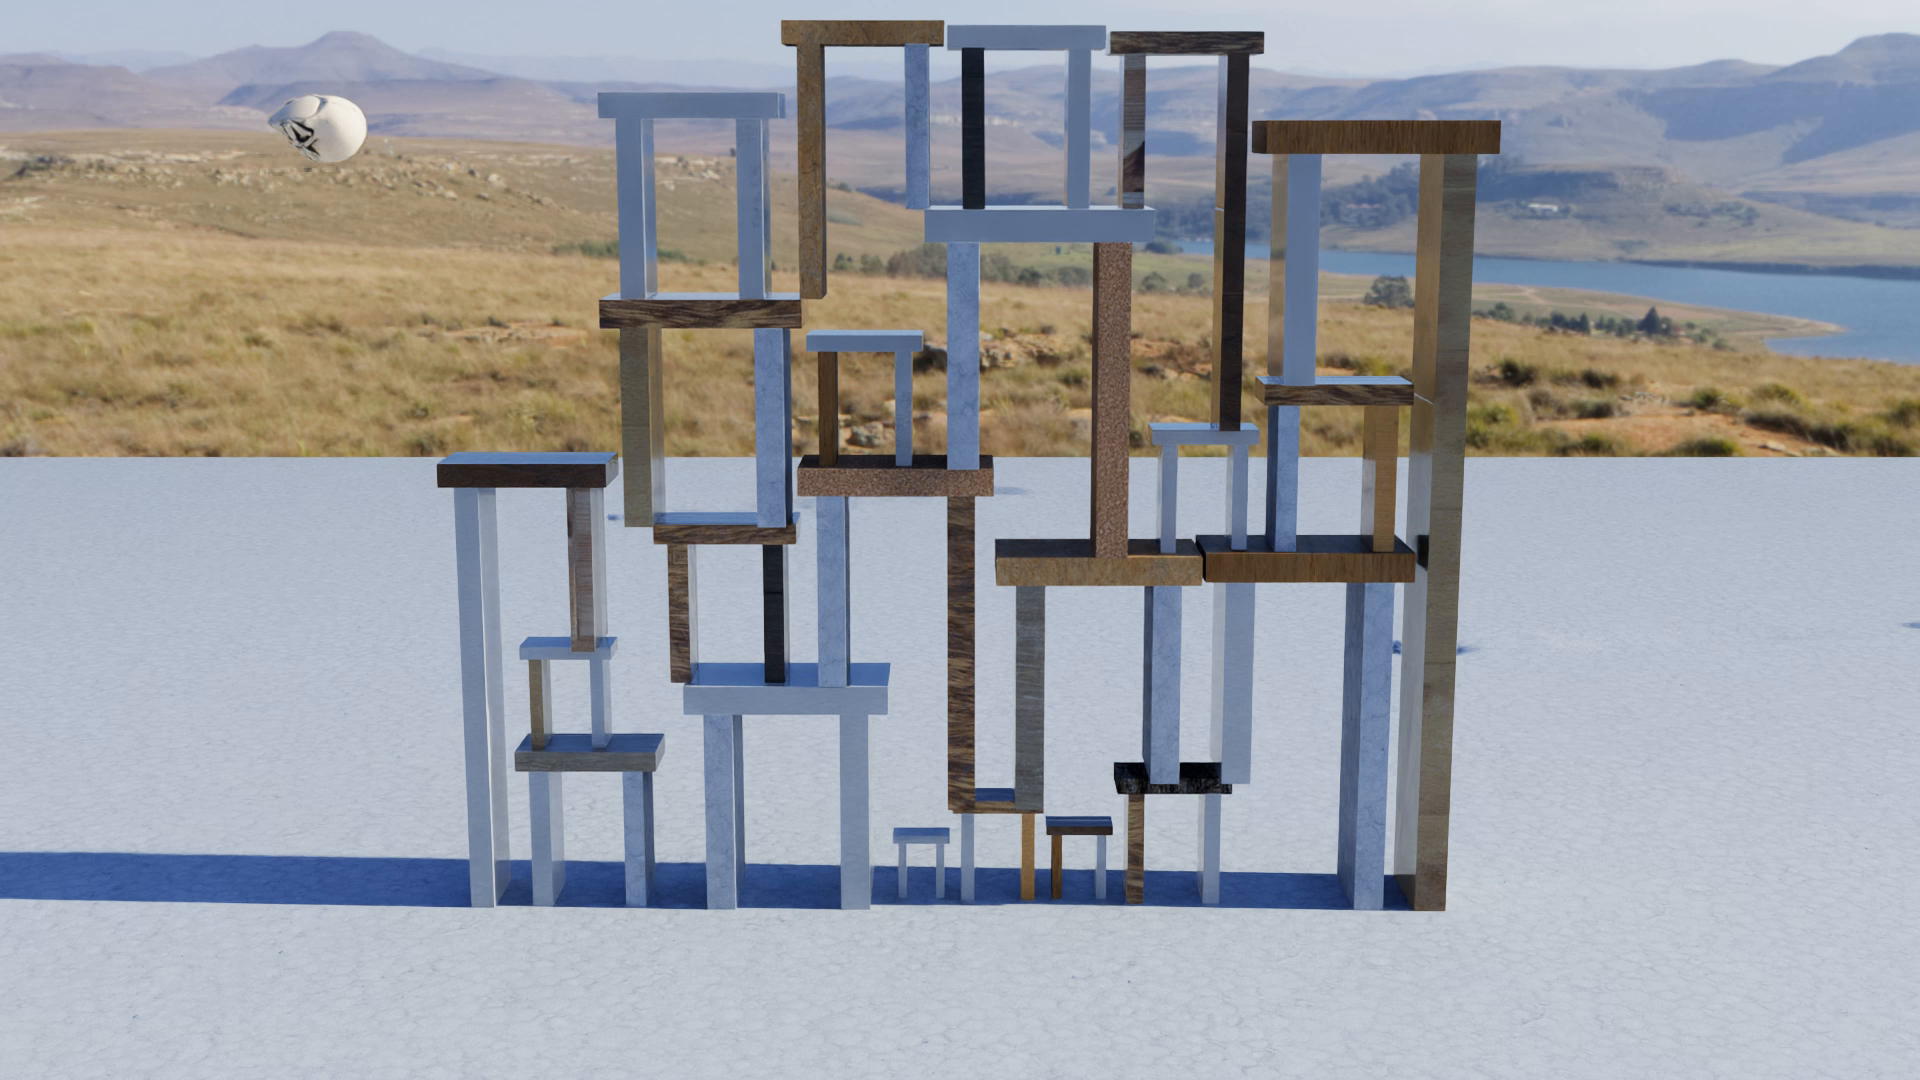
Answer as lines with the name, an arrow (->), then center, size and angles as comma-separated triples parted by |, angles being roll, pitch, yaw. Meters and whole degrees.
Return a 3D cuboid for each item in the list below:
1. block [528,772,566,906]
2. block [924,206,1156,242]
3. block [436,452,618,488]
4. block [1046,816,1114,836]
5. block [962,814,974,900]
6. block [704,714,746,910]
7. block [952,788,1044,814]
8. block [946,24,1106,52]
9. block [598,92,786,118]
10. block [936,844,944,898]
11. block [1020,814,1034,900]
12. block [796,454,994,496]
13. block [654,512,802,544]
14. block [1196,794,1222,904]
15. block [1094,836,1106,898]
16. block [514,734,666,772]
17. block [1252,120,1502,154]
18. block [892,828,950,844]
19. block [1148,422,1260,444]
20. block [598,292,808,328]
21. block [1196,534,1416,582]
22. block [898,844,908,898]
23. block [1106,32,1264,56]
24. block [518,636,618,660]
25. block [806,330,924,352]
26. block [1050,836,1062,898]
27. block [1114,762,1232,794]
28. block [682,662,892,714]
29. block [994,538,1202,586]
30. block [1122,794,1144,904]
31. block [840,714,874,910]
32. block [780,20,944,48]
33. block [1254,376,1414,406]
block -> -0.684, 0.478, 3.646 | 0.032, 0.229, 0.114 | 0, 11, 0
block -> 0.123, -0.499, 3.468 | 0.354, 0.050, 0.177 | 0, 11, 0
block -> -0.693, -0.114, 3.537 | 0.266, 0.038, 0.133 | 0, 11, 0
block -> 0.197, 0.474, 3.649 | 0.110, 0.016, 0.055 | 0, 11, 0
block -> 0.013, 0.516, 3.660 | 0.021, 0.149, 0.075 | 0, 11, 0
block -> -0.389, 0.428, 3.644 | 0.047, 0.329, 0.164 | 0, 11, 0
block -> 0.063, 0.432, 3.644 | 0.149, 0.021, 0.075 | 0, 11, 0
block -> 0.101, -0.779, 3.414 | 0.243, 0.034, 0.121 | 0, 11, -1
block -> -0.416, -0.679, 3.438 | 0.276, 0.039, 0.138 | 0, 11, 0
block -> -0.033, 0.543, 3.663 | 0.013, 0.094, 0.047 | 0, 11, 0
block -> 0.112, 0.516, 3.660 | 0.021, 0.149, 0.075 | 0, 11, 0
block -> -0.101, -0.104, 3.538 | 0.310, 0.044, 0.155 | 0, 11, 0
block -> -0.375, -0.019, 3.560 | 0.228, 0.032, 0.114 | 0, 11, 0
block -> 0.413, 0.498, 3.651 | 0.027, 0.187, 0.094 | 0, 11, 0
block -> 0.234, 0.536, 3.661 | 0.016, 0.110, 0.055 | 0, 11, 0
block -> -0.608, 0.350, 3.622 | 0.229, 0.032, 0.114 | 0, 11, 0
block -> 0.647, -0.632, 3.446 | 0.356, 0.050, 0.178 | 0, 11, 0
block -> -0.064, 0.491, 3.654 | 0.094, 0.013, 0.047 | 0, 11, 0
block -> 0.389, -0.170, 3.524 | 0.169, 0.024, 0.085 | 0, 11, 0
block -> -0.403, -0.365, 3.493 | 0.314, 0.044, 0.157 | 0, 11, 0
block -> 0.556, 0.029, 3.569 | 0.332, 0.047, 0.166 | 0, 11, 0
block -> -0.095, 0.543, 3.663 | 0.013, 0.094, 0.047 | 0, 11, 0
block -> 0.347, -0.770, 3.413 | 0.235, 0.033, 0.117 | 0, 11, 0
block -> -0.639, 0.177, 3.595 | 0.149, 0.021, 0.074 | 0, 11, 0
block -> -0.150, -0.317, 3.497 | 0.182, 0.026, 0.091 | 0, 11, 0
block -> 0.161, 0.536, 3.661 | 0.016, 0.110, 0.055 | 0, 11, 0
block -> 0.351, 0.393, 3.631 | 0.187, 0.027, 0.094 | 0, 11, 0
block -> -0.280, 0.243, 3.609 | 0.329, 0.047, 0.164 | 0, 11, 0
block -> 0.221, 0.035, 3.568 | 0.327, 0.046, 0.163 | 0, 11, 0
block -> 0.288, 0.498, 3.651 | 0.027, 0.187, 0.094 | 0, 11, 0
block -> -0.171, 0.428, 3.644 | 0.047, 0.329, 0.164 | 0, 11, 0
block -> -0.148, -0.786, 3.413 | 0.249, 0.035, 0.125 | 0, 11, 0
block -> 0.596, -0.239, 3.512 | 0.234, 0.033, 0.117 | 0, 11, 0
